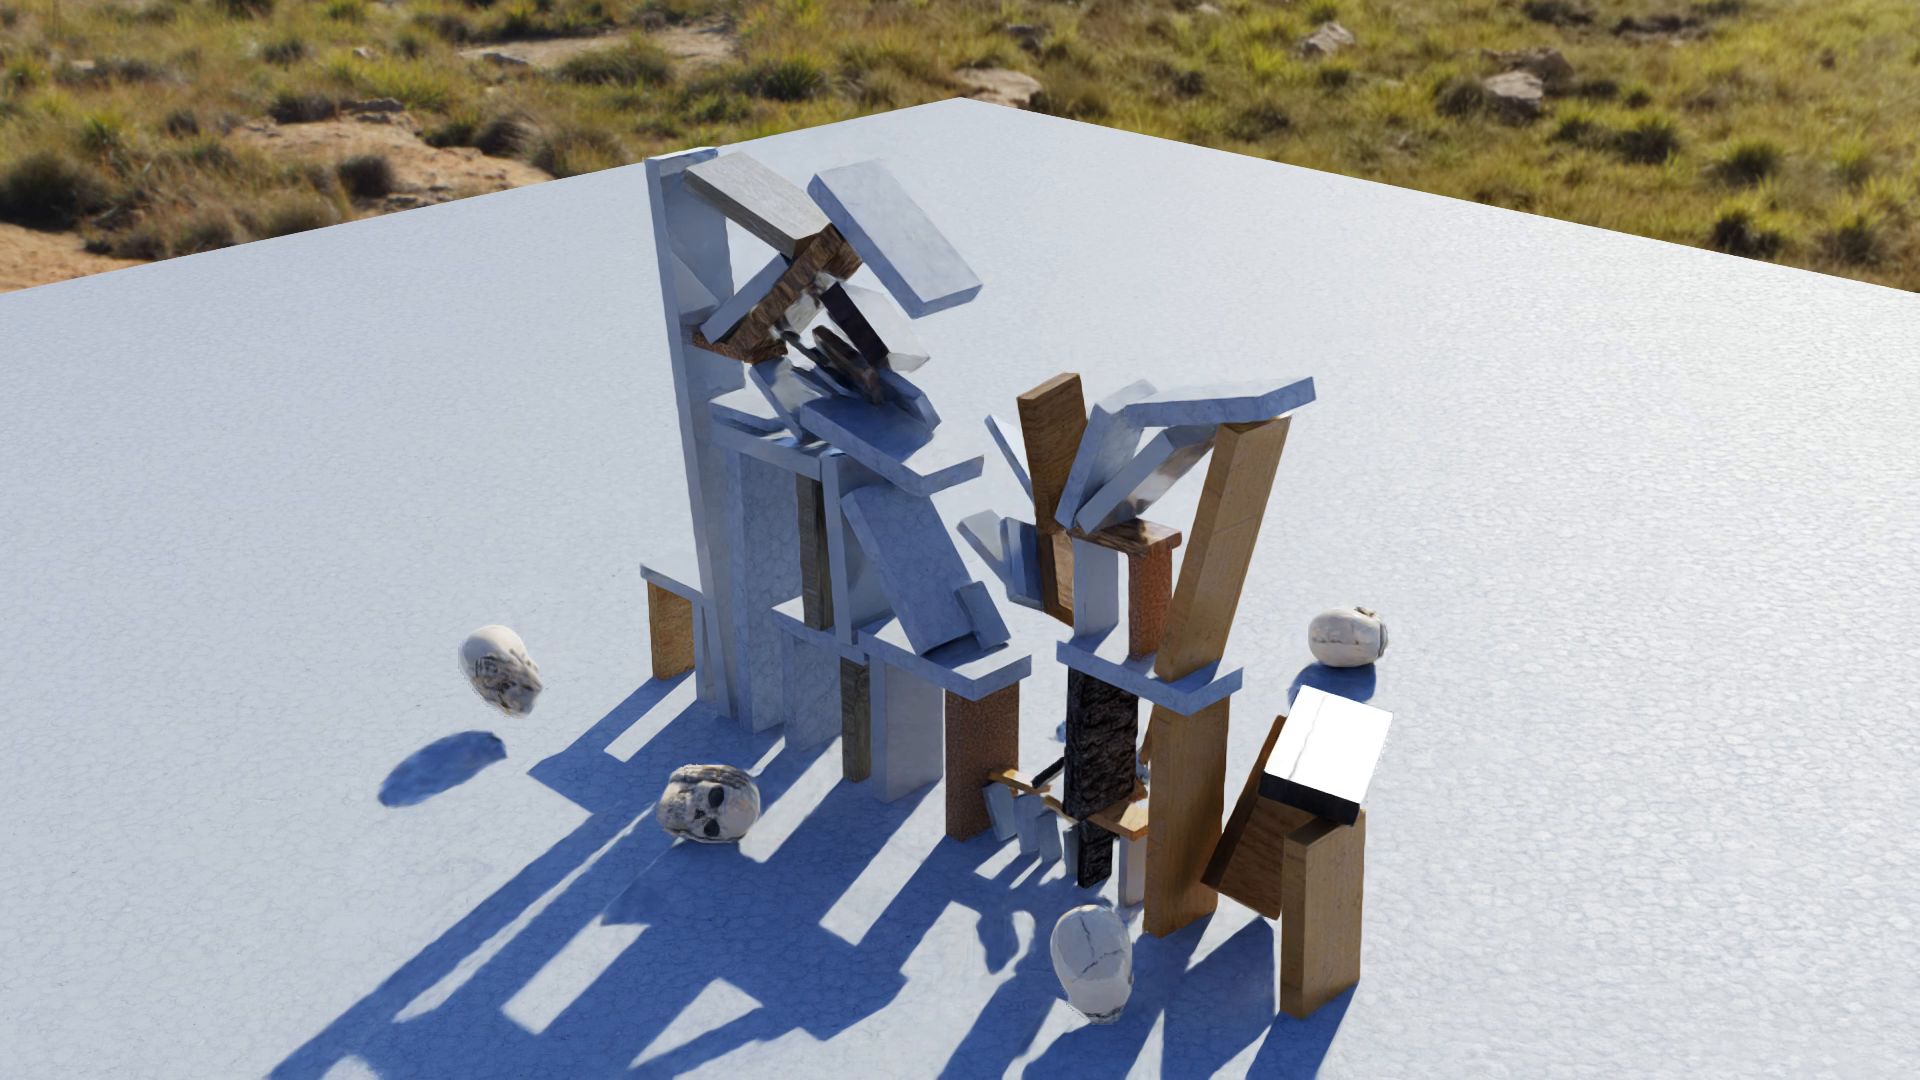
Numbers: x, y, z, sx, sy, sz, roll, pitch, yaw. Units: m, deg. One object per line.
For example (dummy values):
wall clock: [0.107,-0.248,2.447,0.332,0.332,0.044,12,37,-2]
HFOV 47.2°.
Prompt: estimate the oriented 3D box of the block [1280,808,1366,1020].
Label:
block: [0.629,0.642,3.810,0.170,0.340,0.048,-21,28,-41]

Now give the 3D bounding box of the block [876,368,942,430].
block: [-0.120,-0.295,4.369,0.027,0.095,0.190,-44,50,-11]

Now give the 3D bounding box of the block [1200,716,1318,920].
block: [0.587,0.515,4.070,0.170,0.340,0.048,32,-10,-33]

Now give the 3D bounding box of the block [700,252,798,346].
block: [-0.383,-0.506,4.448,0.156,0.044,0.312,-30,-3,-45]

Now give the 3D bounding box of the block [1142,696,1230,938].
block: [0.412,0.486,4.000,0.153,0.481,0.043,-19,30,-37]

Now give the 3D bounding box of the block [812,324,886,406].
block: [-0.224,-0.351,4.407,0.027,0.095,0.190,-35,47,-17]

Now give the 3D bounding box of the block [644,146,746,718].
block: [-0.518,-0.213,4.699,0.044,1.226,0.156,12,25,43]

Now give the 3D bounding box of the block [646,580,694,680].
block: [-0.648,0.189,5.008,0.034,0.239,0.120,21,31,41]

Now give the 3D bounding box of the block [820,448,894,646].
block: [-0.184,-0.001,4.433,0.173,0.395,0.049,-20,24,-40]

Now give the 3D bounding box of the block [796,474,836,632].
block: [-0.250,0.003,4.505,0.047,0.334,0.167,18,29,41]

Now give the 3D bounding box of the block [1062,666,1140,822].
block: [0.264,0.355,4.085,0.153,0.307,0.043,-21,31,-41]

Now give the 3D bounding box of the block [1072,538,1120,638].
block: [0.248,0.074,3.997,0.027,0.190,0.095,18,29,41]

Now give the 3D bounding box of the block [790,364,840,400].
block: [-0.288,-0.319,4.421,0.101,0.014,0.050,32,31,16]

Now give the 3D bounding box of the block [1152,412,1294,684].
block: [0.446,0.010,3.752,0.145,0.507,0.041,-21,45,-41]

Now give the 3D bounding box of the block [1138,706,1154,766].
block: [0.408,0.255,4.312,0.019,0.380,0.067,15,-9,5]

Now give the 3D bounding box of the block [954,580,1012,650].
block: [0.045,0.148,4.328,0.065,0.131,0.018,-19,-12,-39]

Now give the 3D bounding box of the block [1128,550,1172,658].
block: [0.339,0.105,3.923,0.027,0.190,0.095,14,25,37]

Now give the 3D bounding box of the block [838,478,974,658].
block: [-0.086,0.043,4.338,0.173,0.346,0.049,-21,-10,-39]

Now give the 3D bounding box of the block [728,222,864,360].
block: [-0.291,-0.510,4.347,0.170,0.407,0.048,-29,81,-45]

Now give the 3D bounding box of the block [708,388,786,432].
block: [-0.427,-0.270,4.569,0.186,0.026,0.093,19,31,40]

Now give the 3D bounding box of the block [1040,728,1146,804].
block: [0.293,0.477,4.612,0.065,0.018,0.370,15,27,32]

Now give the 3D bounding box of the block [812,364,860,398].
block: [-0.248,-0.318,4.409,0.050,0.014,0.101,11,24,-49]

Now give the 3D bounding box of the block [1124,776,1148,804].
block: [0.288,0.503,4.277,0.149,0.063,0.018,-19,55,6]

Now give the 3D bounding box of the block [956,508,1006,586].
block: [0.082,0.023,4.217,0.091,0.026,0.182,-20,62,-47]

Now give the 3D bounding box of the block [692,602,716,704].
block: [-0.535,0.233,4.904,0.034,0.239,0.120,21,31,41]

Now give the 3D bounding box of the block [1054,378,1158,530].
block: [0.256,-0.150,3.865,0.037,0.272,0.131,40,46,24]

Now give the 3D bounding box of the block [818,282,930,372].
block: [-0.164,-0.418,4.347,0.048,0.170,0.340,-38,-6,12]

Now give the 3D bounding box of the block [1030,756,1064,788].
block: [0.198,0.437,4.265,0.018,0.125,0.063,56,25,12]

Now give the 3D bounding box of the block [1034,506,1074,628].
block: [0.208,0.046,4.187,0.131,0.037,0.263,30,42,-38]

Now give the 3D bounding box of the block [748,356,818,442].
block: [-0.342,-0.290,4.479,0.093,0.026,0.186,-21,67,-41]

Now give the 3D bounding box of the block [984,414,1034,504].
block: [0.169,-0.160,5.332,0.091,0.026,0.427,26,23,-37]

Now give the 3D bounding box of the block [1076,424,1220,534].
block: [0.333,-0.115,3.816,0.145,0.290,0.041,-20,73,-39]
